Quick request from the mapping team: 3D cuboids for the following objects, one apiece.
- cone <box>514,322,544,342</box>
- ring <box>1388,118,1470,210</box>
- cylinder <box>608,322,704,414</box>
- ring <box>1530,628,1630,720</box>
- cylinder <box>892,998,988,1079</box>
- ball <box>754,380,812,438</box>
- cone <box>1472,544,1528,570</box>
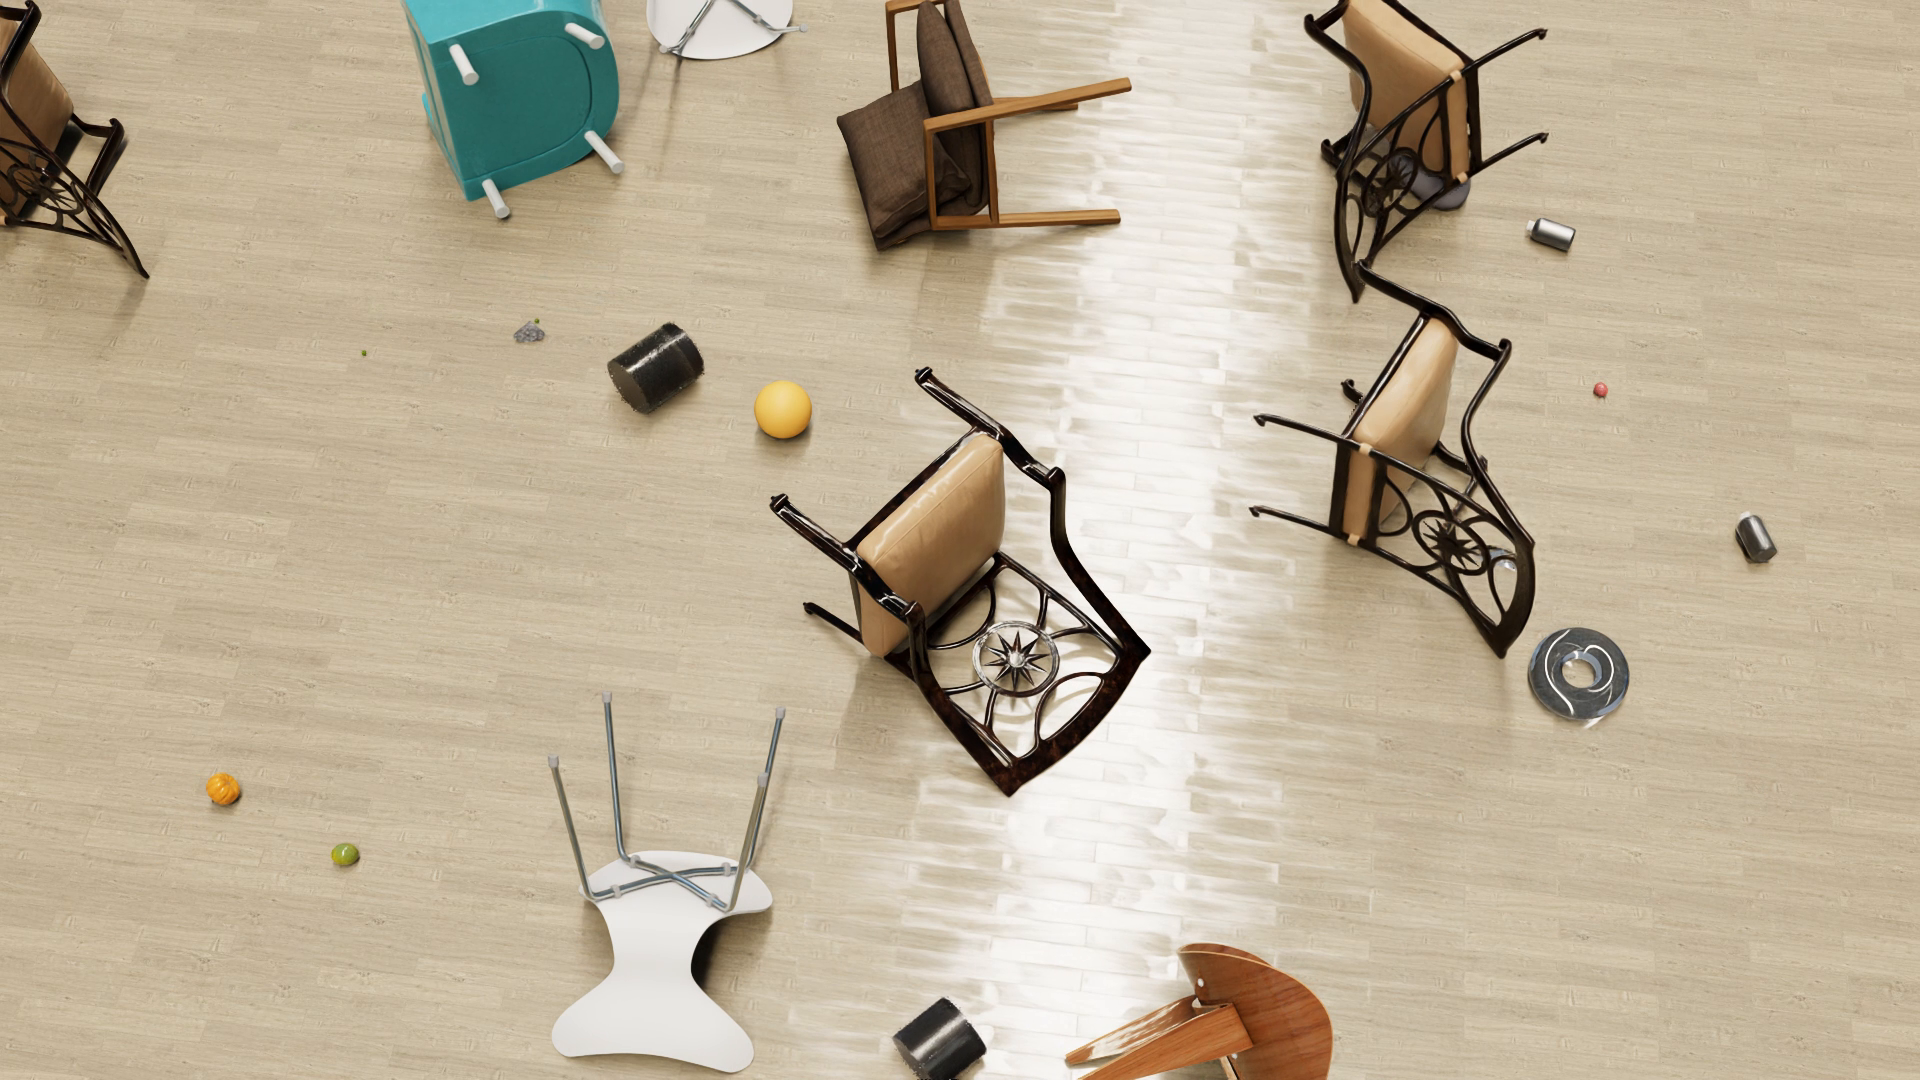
[{"bbox_3d":[-1.373,-0.676,7.013,0.100,0.052,0.085,-7,39,-3],"label":"cone"},{"bbox_3d":[1.569,-1.260,7.350,0.226,0.117,0.388,-20,59,-11],"label":"ring"},{"bbox_3d":[-0.942,-0.534,6.815,0.223,0.192,0.201,-38,35,-22],"label":"cylinder"},{"bbox_3d":[1.769,0.380,6.282,0.282,0.064,0.308,23,60,15],"label":"ring"},{"bbox_3d":[-0.052,1.293,5.636,0.166,0.116,0.184,-35,66,-21],"label":"cylinder"},{"bbox_3d":[-0.542,-0.400,6.735,0.178,0.178,0.178,0,56,0],"label":"ball"},{"bbox_3d":[1.611,0.032,6.536,0.173,0.060,0.075,18,36,13],"label":"cone"}]
